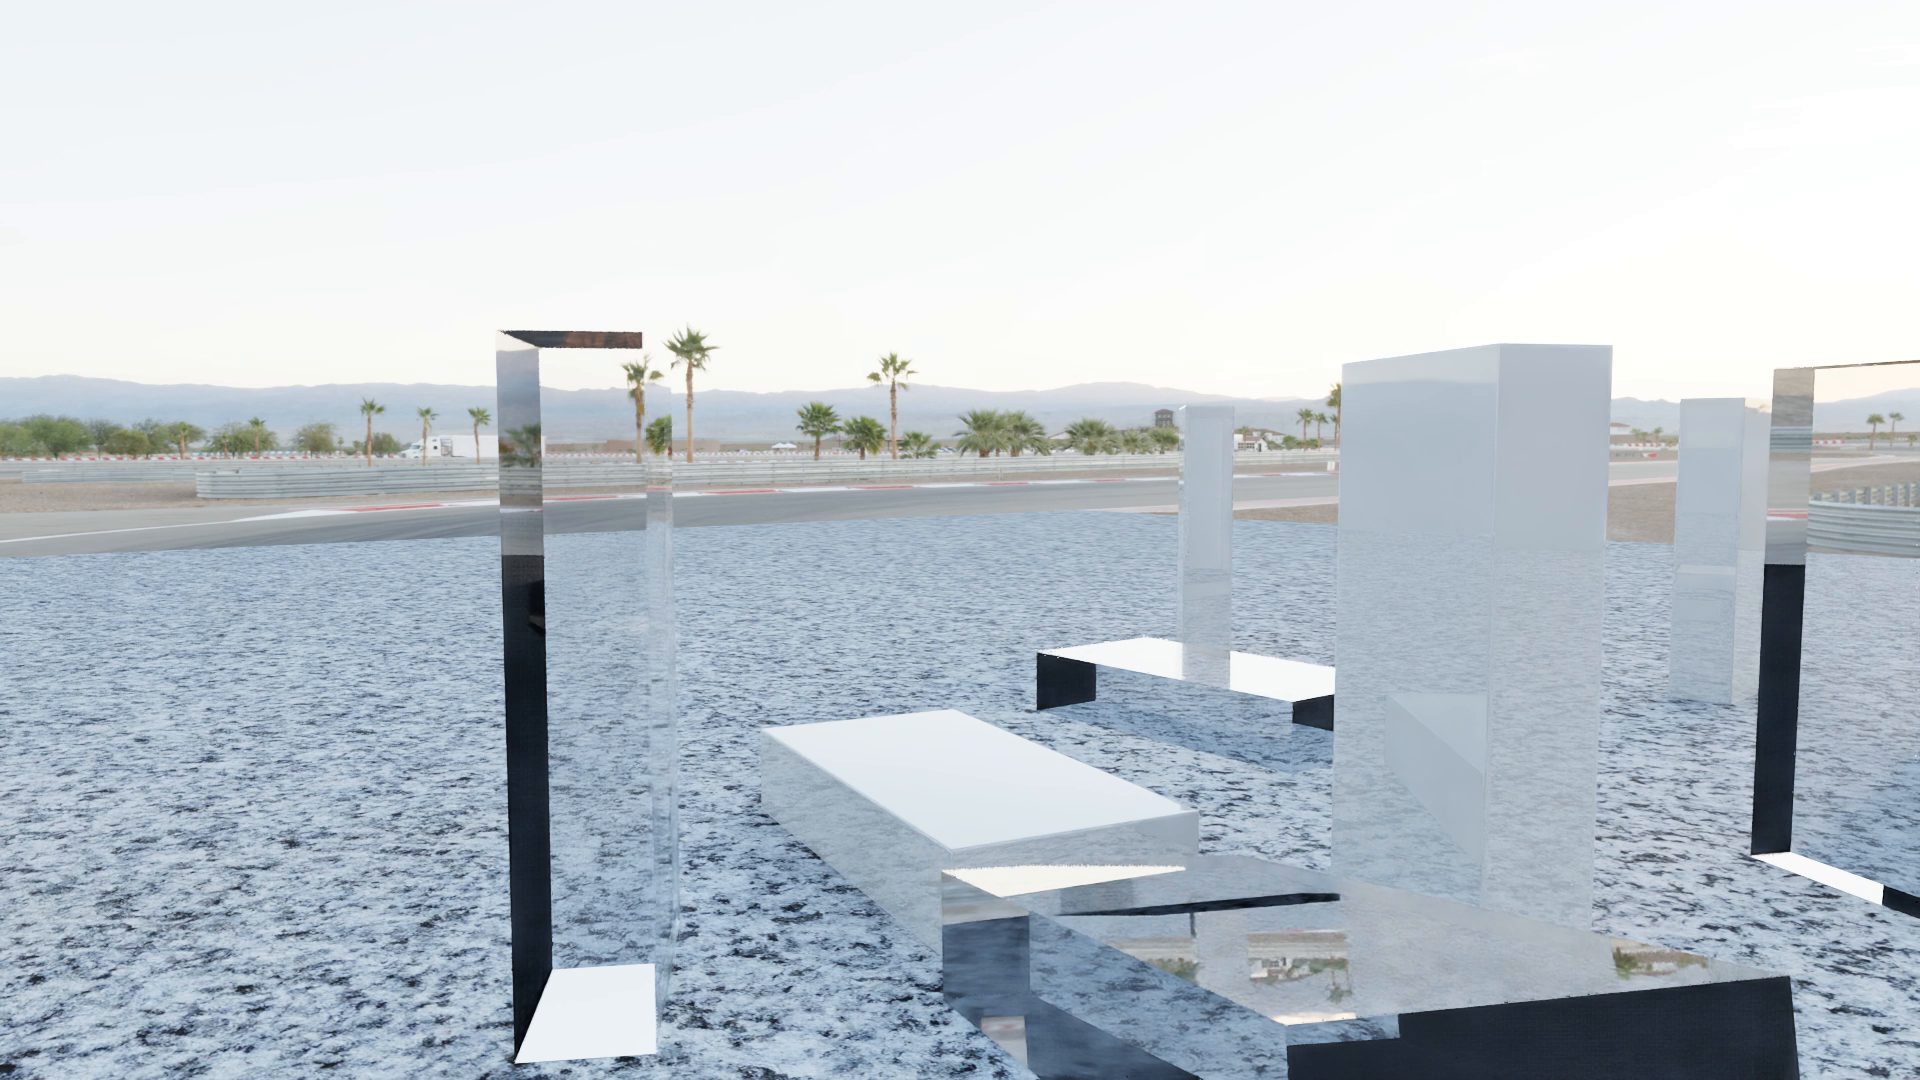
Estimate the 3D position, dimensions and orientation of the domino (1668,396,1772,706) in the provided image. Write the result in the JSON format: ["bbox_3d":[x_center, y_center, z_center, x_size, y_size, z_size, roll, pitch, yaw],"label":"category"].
[{"bbox_3d":[0.132,0.001,0.219,0.025,0.050,0.009,-4,6,-42],"label":"domino"}]

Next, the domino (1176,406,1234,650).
[{"bbox_3d":[0.050,-0.002,0.265,0.009,0.050,0.025,1,4,7],"label":"domino"}]

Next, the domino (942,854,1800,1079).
[{"bbox_3d":[0.018,0.027,0.076,0.025,0.009,0.050,1,-8,-16],"label":"domino"}]

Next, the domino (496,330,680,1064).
[{"bbox_3d":[-0.028,0.010,0.099,0.010,0.050,0.025,-1,4,-8],"label":"domino"}]

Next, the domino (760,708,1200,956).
[{"bbox_3d":[-0.001,0.028,0.133,0.025,0.009,0.050,-2,5,-26],"label":"domino"}]

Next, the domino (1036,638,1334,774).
[{"bbox_3d":[0.037,0.023,0.192,0.025,0.010,0.050,-3,5,-37],"label":"domino"}]

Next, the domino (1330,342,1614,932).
[{"bbox_3d":[0.043,0.009,0.111,0.010,0.050,0.025,-1,4,-10],"label":"domino"}]

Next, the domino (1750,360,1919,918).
[{"bbox_3d":[0.089,0.009,0.120,0.010,0.050,0.025,-1,4,-14],"label":"domino"}]
